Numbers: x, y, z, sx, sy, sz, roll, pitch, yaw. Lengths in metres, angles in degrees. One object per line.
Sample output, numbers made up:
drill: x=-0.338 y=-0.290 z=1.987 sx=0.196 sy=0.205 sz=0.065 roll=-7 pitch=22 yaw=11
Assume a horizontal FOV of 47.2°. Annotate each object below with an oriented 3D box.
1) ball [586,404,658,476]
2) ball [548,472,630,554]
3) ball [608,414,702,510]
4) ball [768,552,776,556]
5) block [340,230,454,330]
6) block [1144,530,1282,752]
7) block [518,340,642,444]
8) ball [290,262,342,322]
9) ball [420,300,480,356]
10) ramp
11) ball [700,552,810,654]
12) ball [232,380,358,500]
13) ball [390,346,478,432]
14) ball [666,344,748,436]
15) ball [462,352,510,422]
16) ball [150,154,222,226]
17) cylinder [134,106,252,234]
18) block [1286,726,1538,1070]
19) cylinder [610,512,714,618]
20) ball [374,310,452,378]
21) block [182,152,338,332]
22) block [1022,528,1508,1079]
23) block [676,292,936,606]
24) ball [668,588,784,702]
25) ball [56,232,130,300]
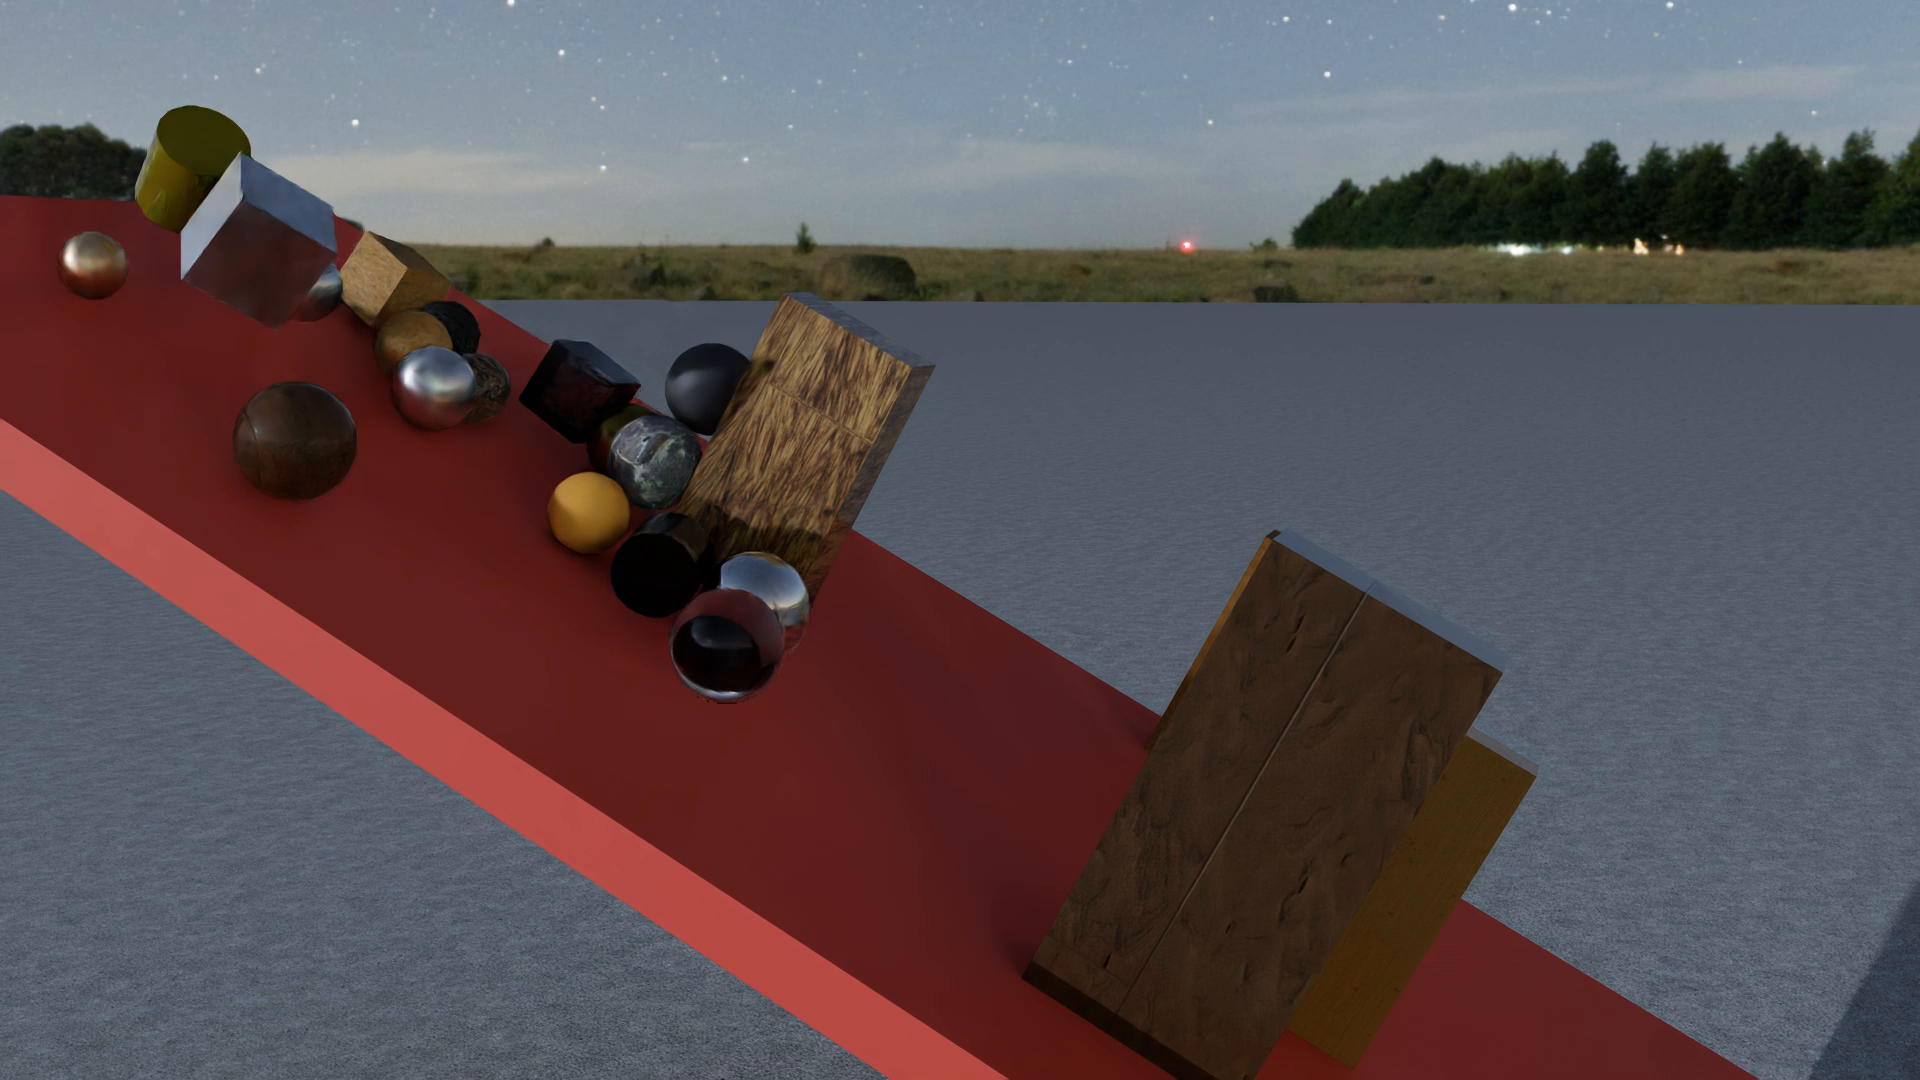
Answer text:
ball: x=-0.687 y=-0.196 z=4.581 sx=0.179 sy=0.179 sz=0.179 roll=0 pitch=7 yaw=0
ball: x=-0.694 y=-0.051 z=4.111 sx=0.154 sy=0.154 sz=0.154 roll=0 pitch=7 yaw=0
ball: x=-0.612 y=-0.157 z=4.417 sx=0.191 sy=0.191 sz=0.191 roll=0 pitch=7 yaw=0
ball: x=-0.384 y=0.095 z=4.192 sx=0.147 sy=0.147 sz=0.147 roll=0 pitch=7 yaw=0
block: x=-1.231 y=-0.549 z=4.760 sx=0.151 sy=0.151 sz=0.151 roll=40 pitch=10 yaw=24
block: x=0.650 y=0.282 z=4.682 sx=0.274 sy=0.532 sz=0.135 roll=31 pitch=14 yaw=12
block: x=-0.799 y=-0.313 z=4.628 sx=0.153 sy=0.153 sz=0.153 roll=37 pitch=13 yaw=11
ball: x=-1.305 y=-0.506 z=4.384 sx=0.144 sy=0.144 sz=0.144 roll=0 pitch=7 yaw=0
ball: x=-1.105 y=-0.440 z=4.719 sx=0.148 sy=0.148 sz=0.148 roll=0 pitch=7 yaw=0
ramp: x=-0.210 y=0.347 z=4.141 sx=4.000 sy=0.100 sz=2.000 roll=31 pitch=14 yaw=12
ball: x=-0.375 y=0.122 z=3.999 sx=0.204 sy=0.204 sz=0.204 roll=0 pitch=7 yaw=0
ball: x=-1.103 y=-0.165 z=3.652 sx=0.199 sy=0.199 sz=0.199 roll=0 pitch=7 yaw=0
ball: x=-1.033 y=-0.297 z=4.314 sx=0.167 sy=0.167 sz=0.167 roll=0 pitch=7 yaw=0
ball: x=-0.521 y=-0.316 z=4.615 sx=0.194 sy=0.194 sz=0.194 roll=0 pitch=7 yaw=0
ball: x=-0.991 y=-0.313 z=4.499 sx=0.142 sy=0.142 sz=0.142 roll=0 pitch=7 yaw=0
ball: x=-1.670 y=-0.754 z=4.753 sx=0.154 sy=0.154 sz=0.154 roll=0 pitch=7 yaw=0
cylinder: x=-1.423 y=-0.684 z=4.079 sx=0.169 sy=0.169 sz=0.169 roll=-6 pitch=-29 yaw=-39
block: x=0.673 y=0.550 z=3.667 sx=0.308 sy=0.590 sz=0.083 roll=31 pitch=14 yaw=12
cylinder: x=-0.546 y=0.044 z=4.041 sx=0.158 sy=0.158 sz=0.158 roll=1 pitch=14 yaw=4
ball: x=-1.120 y=-0.393 z=4.508 sx=0.157 sy=0.157 sz=0.157 roll=0 pitch=7 yaw=0
block: x=-1.263 y=-0.537 z=3.960 sx=0.191 sy=0.191 sz=0.191 roll=31 pitch=20 yaw=-34
block: x=0.451 y=0.421 z=3.302 sx=0.374 sy=0.786 sz=0.144 roll=31 pitch=14 yaw=12
block: x=-0.324 y=-0.169 z=4.367 sx=0.300 sy=0.568 sz=0.147 roll=31 pitch=14 yaw=12
ball: x=-0.401 y=0.179 z=3.770 sx=0.195 sy=0.195 sz=0.195 roll=0 pitch=7 yaw=0
ball: x=-1.605 y=-0.508 z=4.072 sx=0.124 sy=0.124 sz=0.124 roll=0 pitch=7 yaw=0
